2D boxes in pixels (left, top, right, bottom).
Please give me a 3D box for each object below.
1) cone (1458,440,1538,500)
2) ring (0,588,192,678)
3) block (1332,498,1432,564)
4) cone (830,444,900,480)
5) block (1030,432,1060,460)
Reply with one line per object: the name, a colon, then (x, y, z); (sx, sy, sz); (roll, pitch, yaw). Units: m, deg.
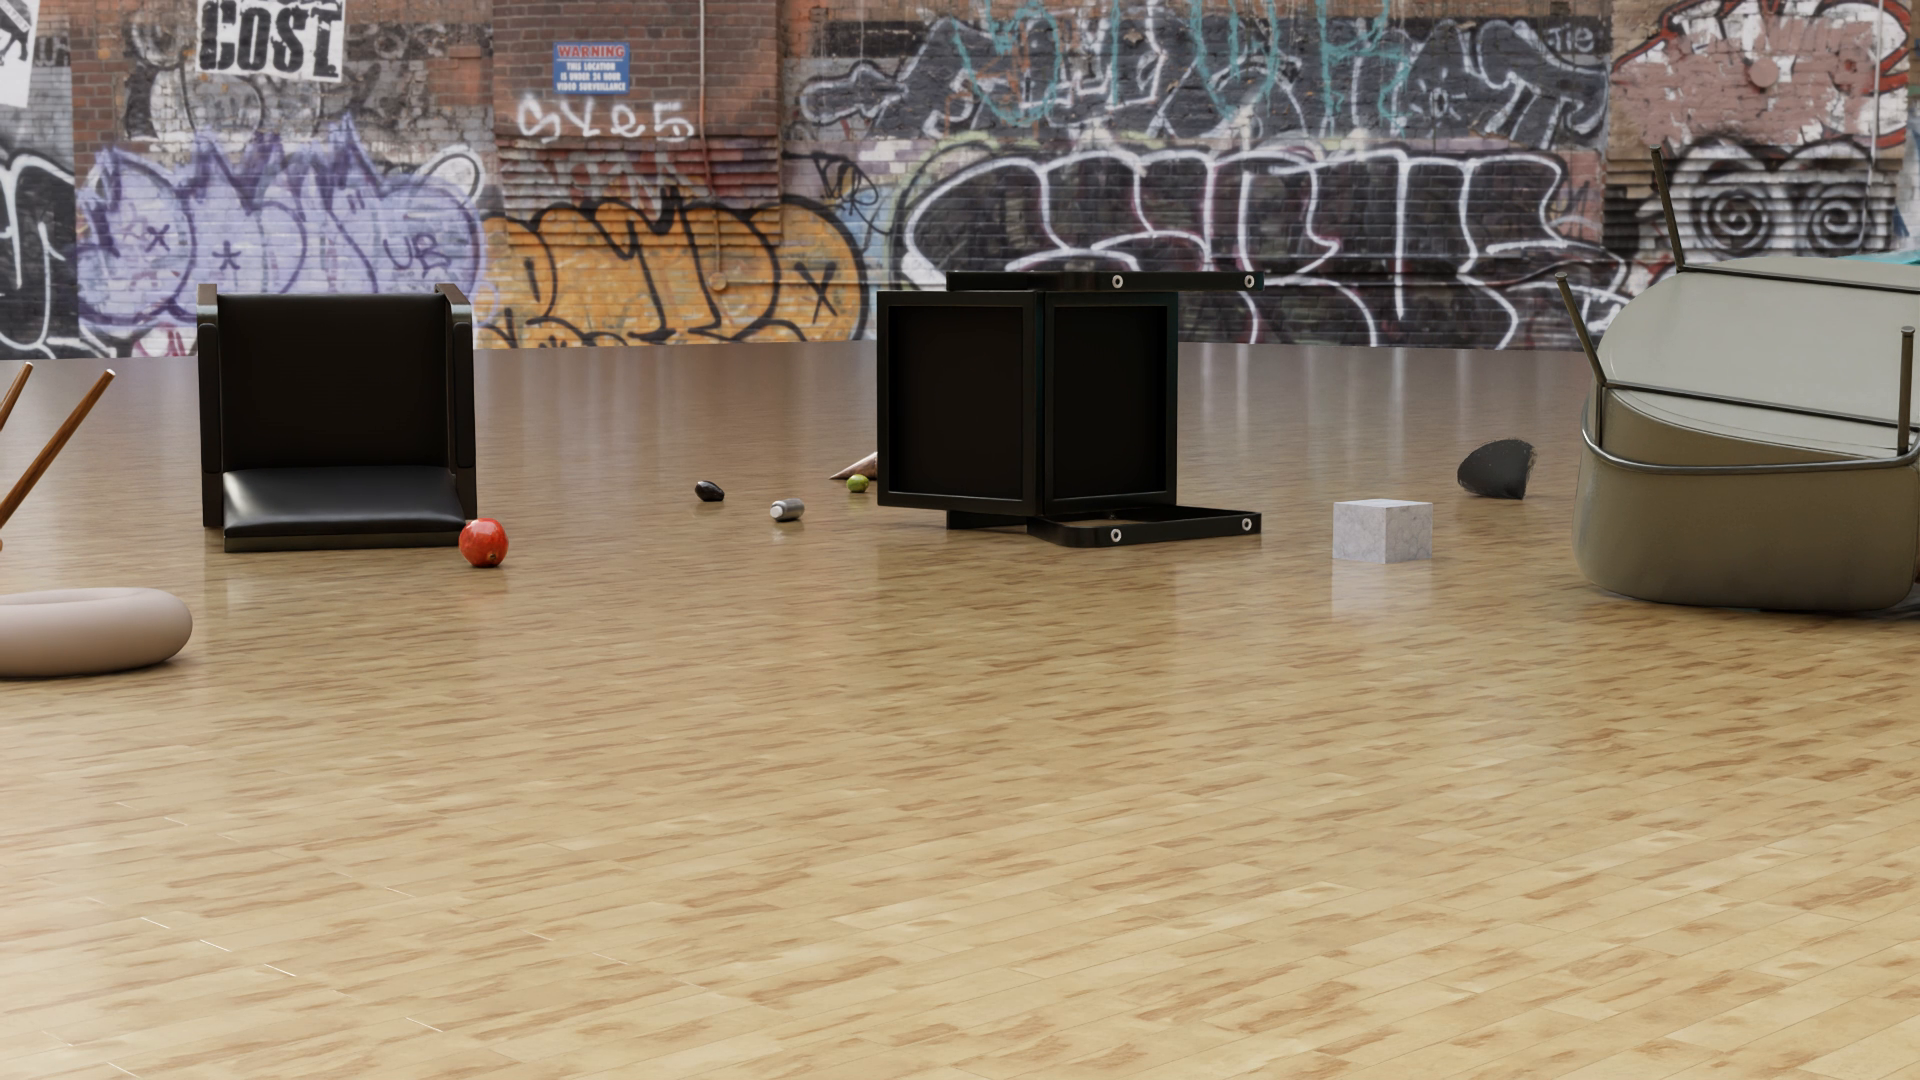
cone: (1.633, -0.168, 7.623); (0.262, 0.197, 0.172); (-8, 38, -13)
ring: (-1.509, 0.155, 4.327); (0.419, 0.122, 0.314); (-5, 7, -33)
block: (0.988, -0.022, 5.993); (0.167, 0.130, 0.159); (-5, 8, -40)
cone: (-0.323, -0.226, 8.322); (0.224, 0.119, 0.176); (-14, -1, 7)
block: (0.306, -0.338, 9.238); (0.069, 0.094, 0.111); (-3, 6, -25)
